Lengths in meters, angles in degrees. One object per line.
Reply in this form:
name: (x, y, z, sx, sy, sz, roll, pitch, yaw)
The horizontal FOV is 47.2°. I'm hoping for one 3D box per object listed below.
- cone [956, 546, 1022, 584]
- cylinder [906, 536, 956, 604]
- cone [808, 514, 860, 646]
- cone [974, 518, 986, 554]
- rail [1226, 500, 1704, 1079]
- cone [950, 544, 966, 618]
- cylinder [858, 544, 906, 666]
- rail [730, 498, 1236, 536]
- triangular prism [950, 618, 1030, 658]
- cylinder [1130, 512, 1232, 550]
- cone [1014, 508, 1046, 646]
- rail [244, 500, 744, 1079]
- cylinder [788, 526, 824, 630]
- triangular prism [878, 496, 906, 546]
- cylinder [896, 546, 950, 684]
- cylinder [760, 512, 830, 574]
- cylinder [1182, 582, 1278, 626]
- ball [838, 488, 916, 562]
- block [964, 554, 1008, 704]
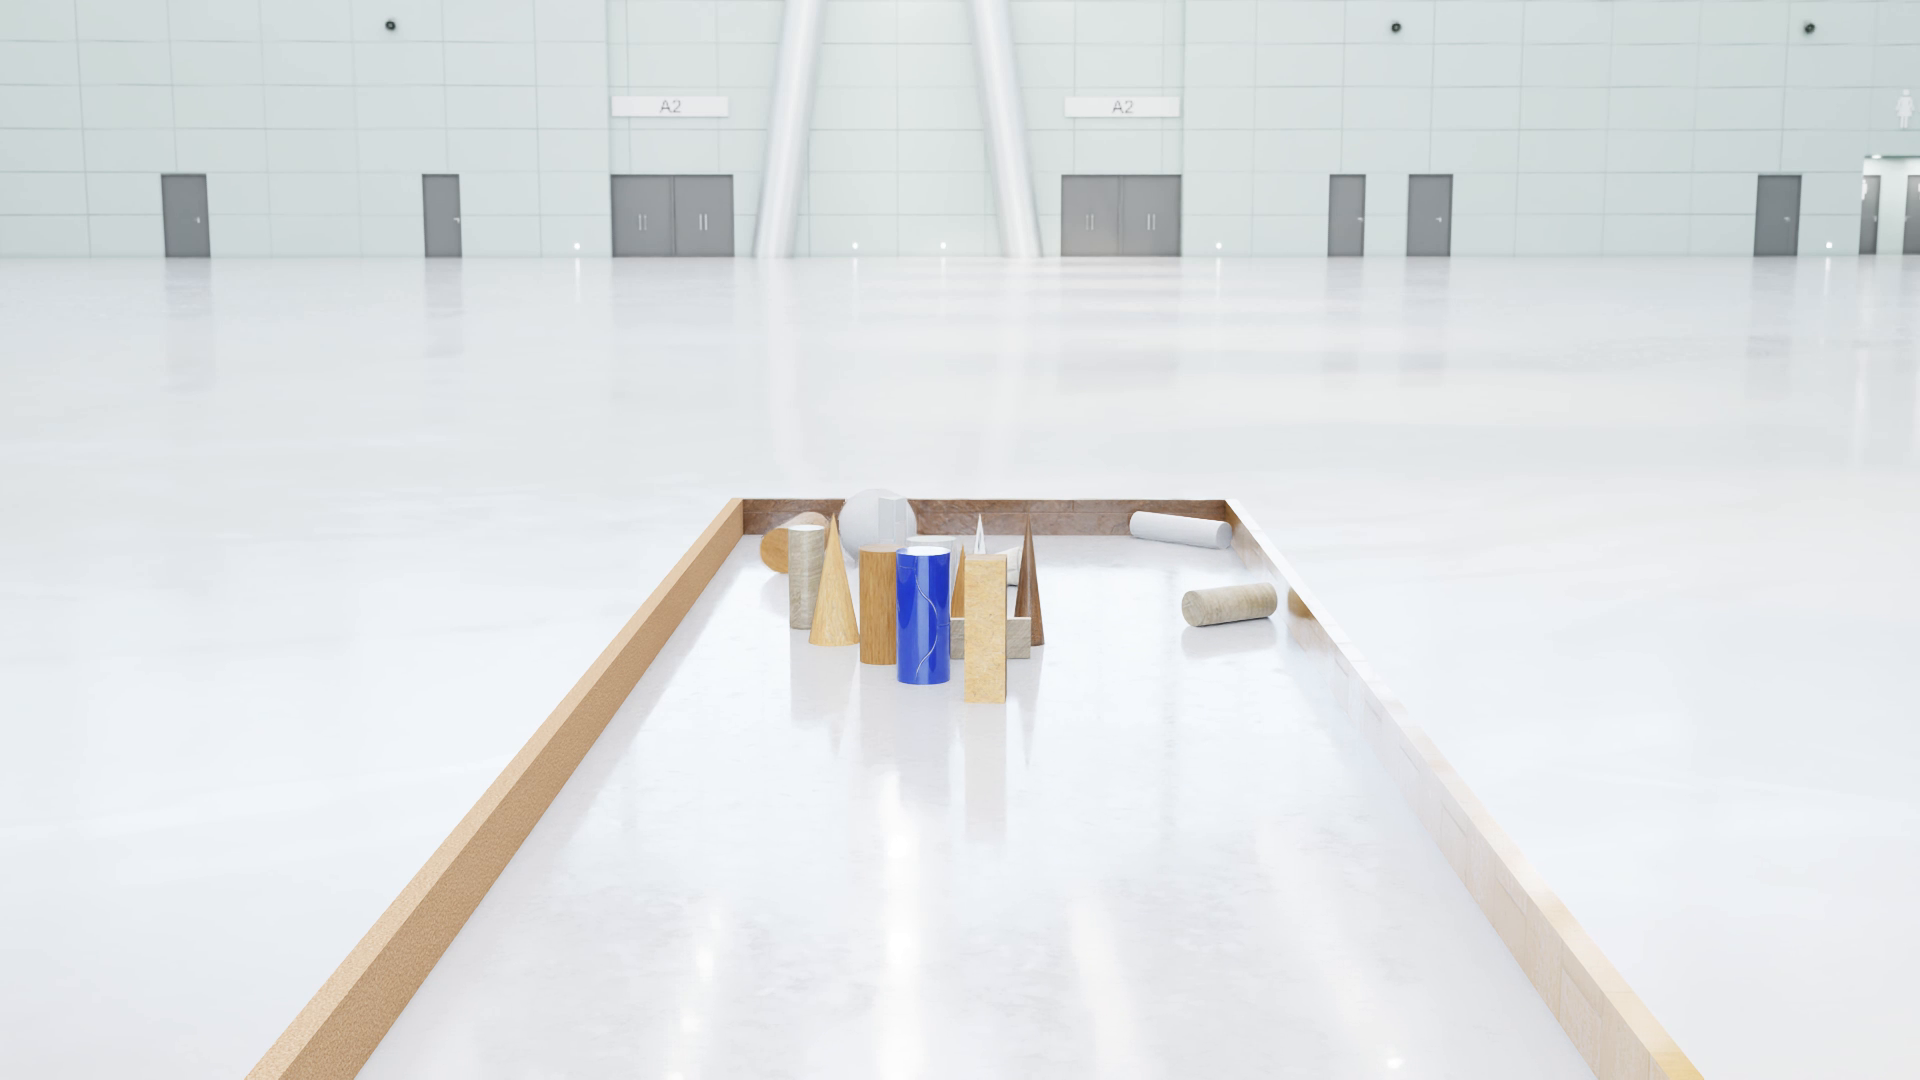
cone: (0.036, 0.116, 8.044, 0.435, 0.148, 0.148, -7, 6, 22)
cylinder: (-0.088, 0.158, 6.952, 0.159, 0.326, 0.159, -1, 7, 0)
cone: (-0.398, 0.117, 6.948, 0.166, 0.415, 0.166, 0, 9, 0)
cone: (0.064, 0.098, 7.179, 0.121, 0.380, 0.121, 0, 9, 0)
rail: (1.046, 0.843, 3.208, 0.050, 0.150, 12.000, 0, 9, 1)
cone: (0.009, 0.174, 6.839, 0.129, 0.336, 0.129, 0, 9, 0)
cylinder: (-0.232, 0.195, 6.673, 0.148, 0.345, 0.148, 0, 9, 0)
rail: (0.099, -0.098, 9.147, 2.100, 0.150, 0.050, 0, 9, 1)
triangular prism: (0.031, 0.278, 6.719, 0.366, 0.111, 0.128, 0, 45, -2)
cylinder: (0.895, -0.041, 8.924, 0.442, 0.109, 0.109, 9, 12, 43)
cone: (0.214, 0.107, 6.917, 0.111, 0.444, 0.111, 0, 9, 0)
rail: (-1.004, 0.839, 3.234, 0.050, 0.150, 12.000, 0, 9, 1)
cylinder: (-0.502, 0.122, 7.190, 0.117, 0.328, 0.117, 0, 9, 0)
triangular prism: (-0.208, 0.072, 7.201, 0.080, 0.425, 0.092, -7, 11, -36)
cylinder: (-0.107, 0.219, 6.412, 0.160, 0.380, 0.160, 0, 9, 0)
cylinder: (-0.623, 0.007, 8.414, 0.171, 0.171, 0.434, 2, 9, 11)
cylinder: (0.895, 0.211, 7.300, 0.316, 0.119, 0.119, -6, 11, -33)
ball: (-0.314, -0.049, 8.358, 0.300, 0.300, 0.300, 0, 9, 0)
block: (0.073, 0.247, 6.159, 0.112, 0.404, 0.112, 1, 9, 4)
